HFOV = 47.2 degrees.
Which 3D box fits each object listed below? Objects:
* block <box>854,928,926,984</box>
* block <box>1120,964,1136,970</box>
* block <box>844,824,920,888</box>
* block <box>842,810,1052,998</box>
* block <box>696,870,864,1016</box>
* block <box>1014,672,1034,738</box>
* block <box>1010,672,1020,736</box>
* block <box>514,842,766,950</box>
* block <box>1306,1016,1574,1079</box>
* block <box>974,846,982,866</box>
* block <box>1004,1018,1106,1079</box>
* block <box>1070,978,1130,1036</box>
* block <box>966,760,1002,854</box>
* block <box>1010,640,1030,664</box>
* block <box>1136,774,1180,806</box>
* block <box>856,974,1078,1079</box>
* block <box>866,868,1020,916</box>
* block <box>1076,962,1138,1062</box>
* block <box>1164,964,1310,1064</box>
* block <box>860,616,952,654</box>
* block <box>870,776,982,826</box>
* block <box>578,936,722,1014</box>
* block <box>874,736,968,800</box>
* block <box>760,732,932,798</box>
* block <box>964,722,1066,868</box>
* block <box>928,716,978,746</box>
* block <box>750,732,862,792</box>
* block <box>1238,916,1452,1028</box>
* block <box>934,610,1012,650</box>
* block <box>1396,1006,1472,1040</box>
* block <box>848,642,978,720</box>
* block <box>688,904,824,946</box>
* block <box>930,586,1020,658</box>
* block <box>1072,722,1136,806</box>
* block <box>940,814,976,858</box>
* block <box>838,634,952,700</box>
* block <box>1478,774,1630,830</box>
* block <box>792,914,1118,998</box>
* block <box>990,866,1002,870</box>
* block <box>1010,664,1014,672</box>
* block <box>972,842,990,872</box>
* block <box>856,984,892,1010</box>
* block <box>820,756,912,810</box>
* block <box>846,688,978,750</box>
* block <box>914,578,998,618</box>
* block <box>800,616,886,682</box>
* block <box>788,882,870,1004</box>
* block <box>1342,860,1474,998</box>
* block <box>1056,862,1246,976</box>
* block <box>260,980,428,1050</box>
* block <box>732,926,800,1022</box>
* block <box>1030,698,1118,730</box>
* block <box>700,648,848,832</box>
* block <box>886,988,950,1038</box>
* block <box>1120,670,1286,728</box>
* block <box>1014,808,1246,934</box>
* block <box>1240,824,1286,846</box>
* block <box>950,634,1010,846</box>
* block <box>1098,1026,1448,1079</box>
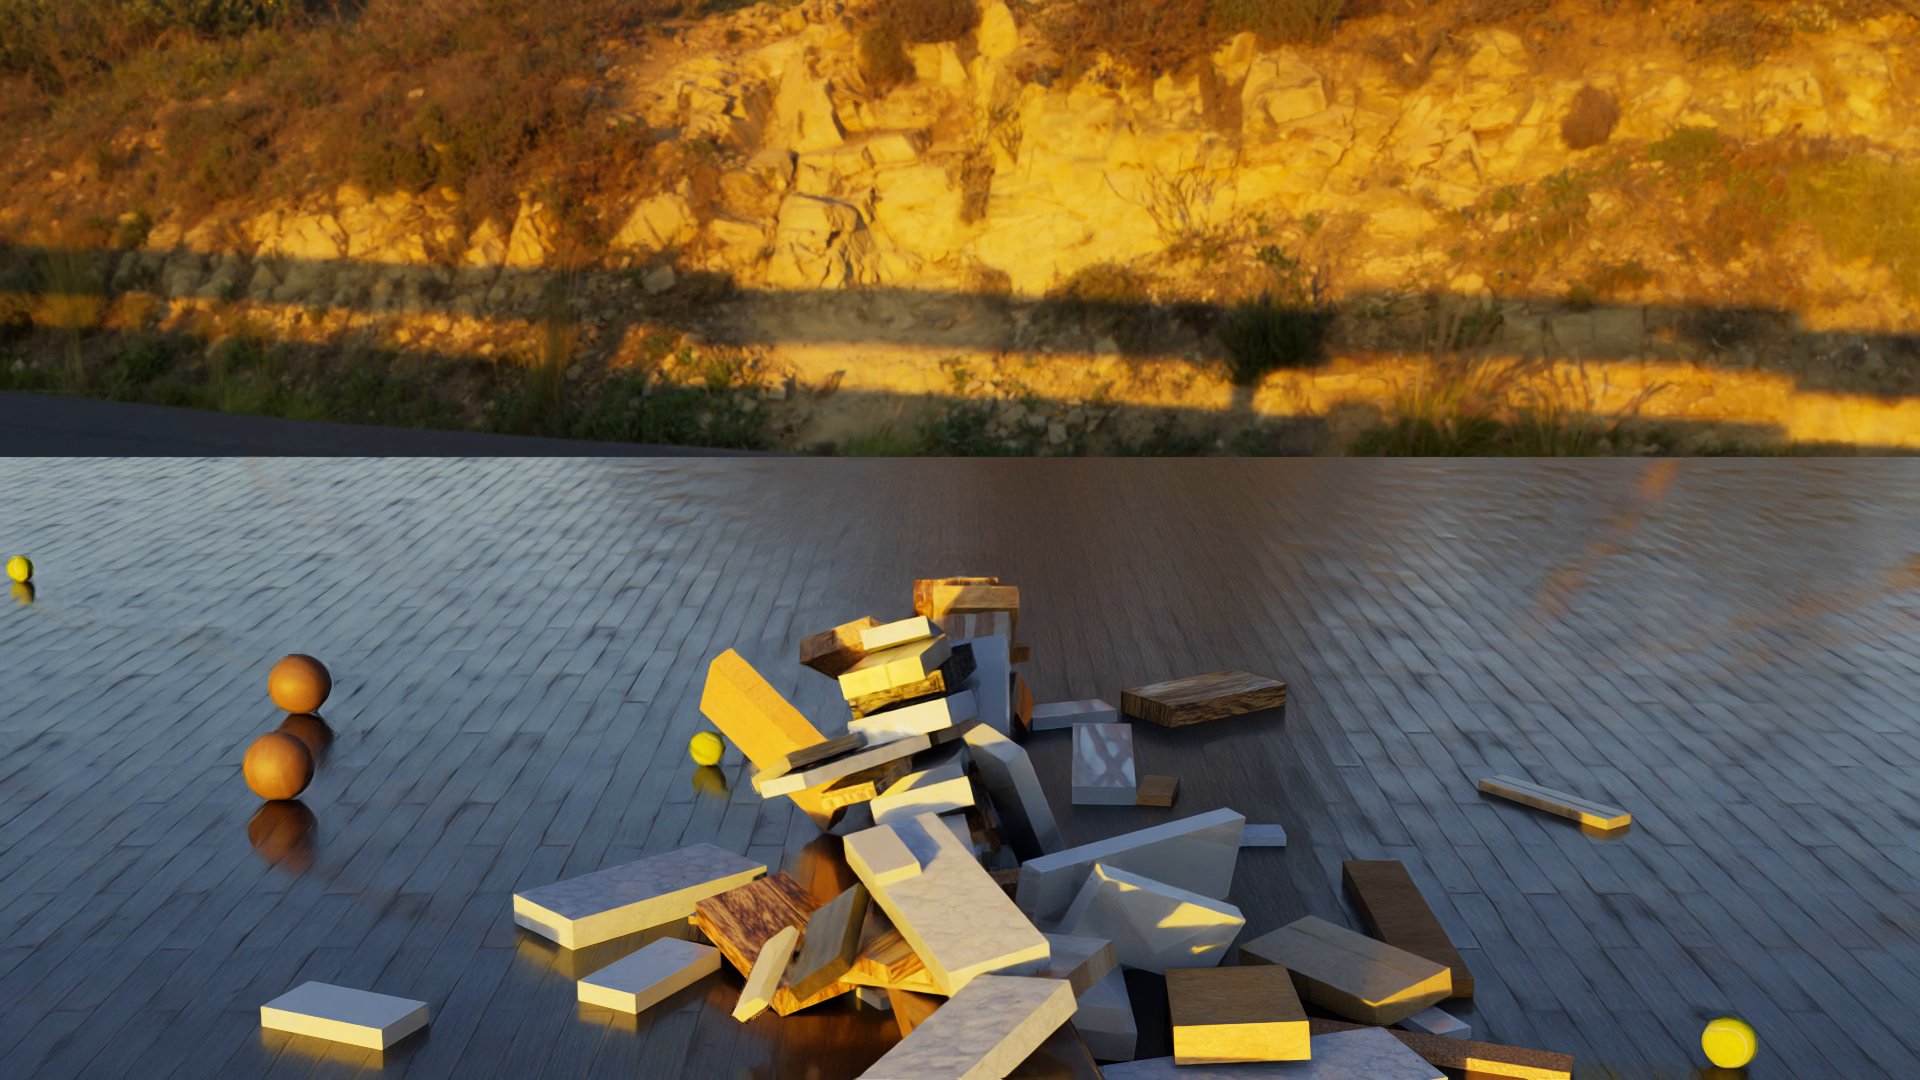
[{"bbox_3d":[-0.048,0.552,3.030,0.185,0.026,0.093,-22,16,-34],"label":"block"},{"bbox_3d":[0.296,0.636,3.376,0.122,0.017,0.061,-3,11,-16],"label":"block"},{"bbox_3d":[-0.111,0.447,3.125,0.067,0.019,0.134,-14,22,-18],"label":"block"},{"bbox_3d":[-0.026,0.498,3.049,0.142,0.040,0.427,-14,22,-18],"label":"block"},{"bbox_3d":[-0.266,0.603,3.312,0.155,0.044,0.310,-16,23,-25],"label":"block"},{"bbox_3d":[0.124,0.347,4.664,0.021,0.076,0.151,-26,21,17],"label":"block"},{"bbox_3d":[0.020,0.367,4.204,0.150,0.042,0.300,-2,35,12],"label":"block"},{"bbox_3d":[-0.519,0.579,3.600,0.383,0.048,0.168,-10,14,-42],"label":"block"},{"bbox_3d":[0.615,0.698,3.038,0.446,0.017,0.061,4,11,21],"label":"block"},{"bbox_3d":[-0.012,0.553,3.314,0.097,0.194,0.028,-4,24,0],"label":"block"},{"bbox_3d":[0.091,0.653,2.752,0.134,0.038,0.268,1,10,-10],"label":"block"},{"bbox_3d":[0.131,0.614,3.072,0.126,0.036,0.253,12,8,-19],"label":"block"},{"bbox_3d":[-0.023,0.460,3.685,0.152,0.043,0.318,-15,15,-1],"label":"block"},{"bbox_3d":[0.019,0.251,4.847,0.242,0.034,0.121,-5,12,-27],"label":"block"},{"bbox_3d":[0.379,0.480,4.212,0.067,0.019,0.133,2,11,12],"label":"block"},{"bbox_3d":[-0.042,0.653,2.643,0.147,0.042,0.443,-6,17,39],"label":"block"},{"bbox_3d":[0.003,0.569,3.274,0.284,0.142,0.040,-3,23,-16],"label":"block"},{"bbox_3d":[0.159,0.655,3.143,0.155,0.044,0.310,7,10,-2],"label":"block"},{"bbox_3d":[0.376,0.649,3.028,0.175,0.049,0.349,-3,1,3],"label":"block"},{"bbox_3d":[-0.096,0.186,4.024,0.121,0.034,0.242,-14,-12,7],"label":"block"},{"bbox_3d":[-0.050,0.419,3.453,0.152,0.043,0.304,-14,-10,0],"label":"block"},{"bbox_3d":[-0.461,0.647,3.279,0.105,0.030,0.210,6,12,29],"label":"block"},{"bbox_3d":[-0.065,0.391,3.719,0.152,0.043,0.304,-15,3,1],"label":"block"},{"bbox_3d":[-0.180,0.360,3.527,0.089,0.025,0.336,-16,-3,35],"label":"block"},{"bbox_3d":[0.104,0.449,3.650,0.040,0.284,0.142,-31,26,-18],"label":"block"},{"bbox_3d":[-0.043,0.338,3.799,0.089,0.025,0.177,-16,-3,22],"label":"block"},{"bbox_3d":[-0.248,0.359,3.551,0.089,0.025,0.177,-37,-14,34],"label":"block"},{"bbox_3d":[0.563,0.633,3.237,0.147,0.042,0.294,-16,15,-31],"label":"block"},{"bbox_3d":[0.013,0.247,4.229,0.150,0.042,0.300,-4,34,9],"label":"block"},{"bbox_3d":[0.662,0.683,3.123,0.061,0.017,0.122,-5,12,-25],"label":"block"},{"bbox_3d":[-0.081,0.250,3.926,0.169,0.048,0.338,-15,3,10],"label":"block"},{"bbox_3d":[-0.268,0.610,3.451,0.284,0.040,0.142,6,12,28],"label":"block"},{"bbox_3d":[0.022,0.201,4.484,0.169,0.048,0.338,0,-32,-4],"label":"block"},{"bbox_3d":[0.284,0.441,4.375,0.121,0.034,0.456,1,11,3],"label":"block"},{"bbox_3d":[-0.027,0.468,3.228,0.097,0.028,0.194,-8,22,-4],"label":"block"},{"bbox_3d":[-0.108,0.217,3.805,0.142,0.040,0.283,-15,3,10],"label":"block"},{"bbox_3d":[1.117,0.492,4.144,0.067,0.019,0.306,-7,13,-34],"label":"block"},{"bbox_3d":[-0.014,0.578,3.038,0.461,0.038,0.134,-2,15,38],"label":"block"},{"bbox_3d":[0.013,0.527,3.458,0.091,0.026,0.183,-2,-8,6],"label":"block"},{"bbox_3d":[0.012,0.318,4.718,0.178,0.050,0.356,1,11,5],"label":"block"},{"bbox_3d":[-0.004,0.551,3.344,0.097,0.194,0.028,0,24,-2],"label":"block"},{"bbox_3d":[-0.054,0.657,3.257,0.192,0.019,0.067,-7,13,-33],"label":"block"},{"bbox_3d":[-0.149,0.387,3.524,0.093,0.026,0.185,-15,3,18],"label":"block"},{"bbox_3d":[-0.077,0.309,3.810,0.169,0.048,0.360,-15,-3,7],"label":"block"},{"bbox_3d":[-0.011,0.187,4.550,0.169,0.048,0.338,-1,-32,-2],"label":"block"},{"bbox_3d":[-0.150,0.251,4.399,0.169,0.048,0.338,-20,-31,29],"label":"block"},{"bbox_3d":[-0.180,0.558,3.057,0.093,0.026,0.185,-36,15,19],"label":"block"},{"bbox_3d":[0.703,0.609,3.489,0.098,0.028,0.534,0,11,0],"label":"block"},{"bbox_3d":[0.279,0.563,3.210,0.253,0.126,0.036,21,20,-25],"label":"block"},{"bbox_3d":[-0.875,0.675,3.129,0.210,0.030,0.105,5,11,23],"label":"block"},{"bbox_3d":[-0.271,0.607,3.083,0.067,0.019,0.134,-41,17,39],"label":"block"},{"bbox_3d":[0.229,0.376,4.743,0.196,0.028,0.098,-4,11,-20],"label":"block"},{"bbox_3d":[-0.329,0.362,3.980,0.336,0.168,0.048,42,55,16],"label":"block"},{"bbox_3d":[0.007,0.659,2.931,0.155,0.044,0.474,1,10,-10],"label":"block"},{"bbox_3d":[0.538,0.347,4.846,0.336,0.048,0.168,-7,13,-35],"label":"block"},{"bbox_3d":[0.261,0.522,3.370,0.040,0.142,0.489,24,20,40],"label":"block"},{"bbox_3d":[0.513,0.529,3.943,0.133,0.019,0.067,0,11,-1],"label":"block"},{"bbox_3d":[0.005,0.362,3.985,0.169,0.048,0.516,-8,36,6],"label":"block"},{"bbox_3d":[0.366,0.717,2.848,0.499,0.049,0.175,-3,11,-18],"label":"block"}]
